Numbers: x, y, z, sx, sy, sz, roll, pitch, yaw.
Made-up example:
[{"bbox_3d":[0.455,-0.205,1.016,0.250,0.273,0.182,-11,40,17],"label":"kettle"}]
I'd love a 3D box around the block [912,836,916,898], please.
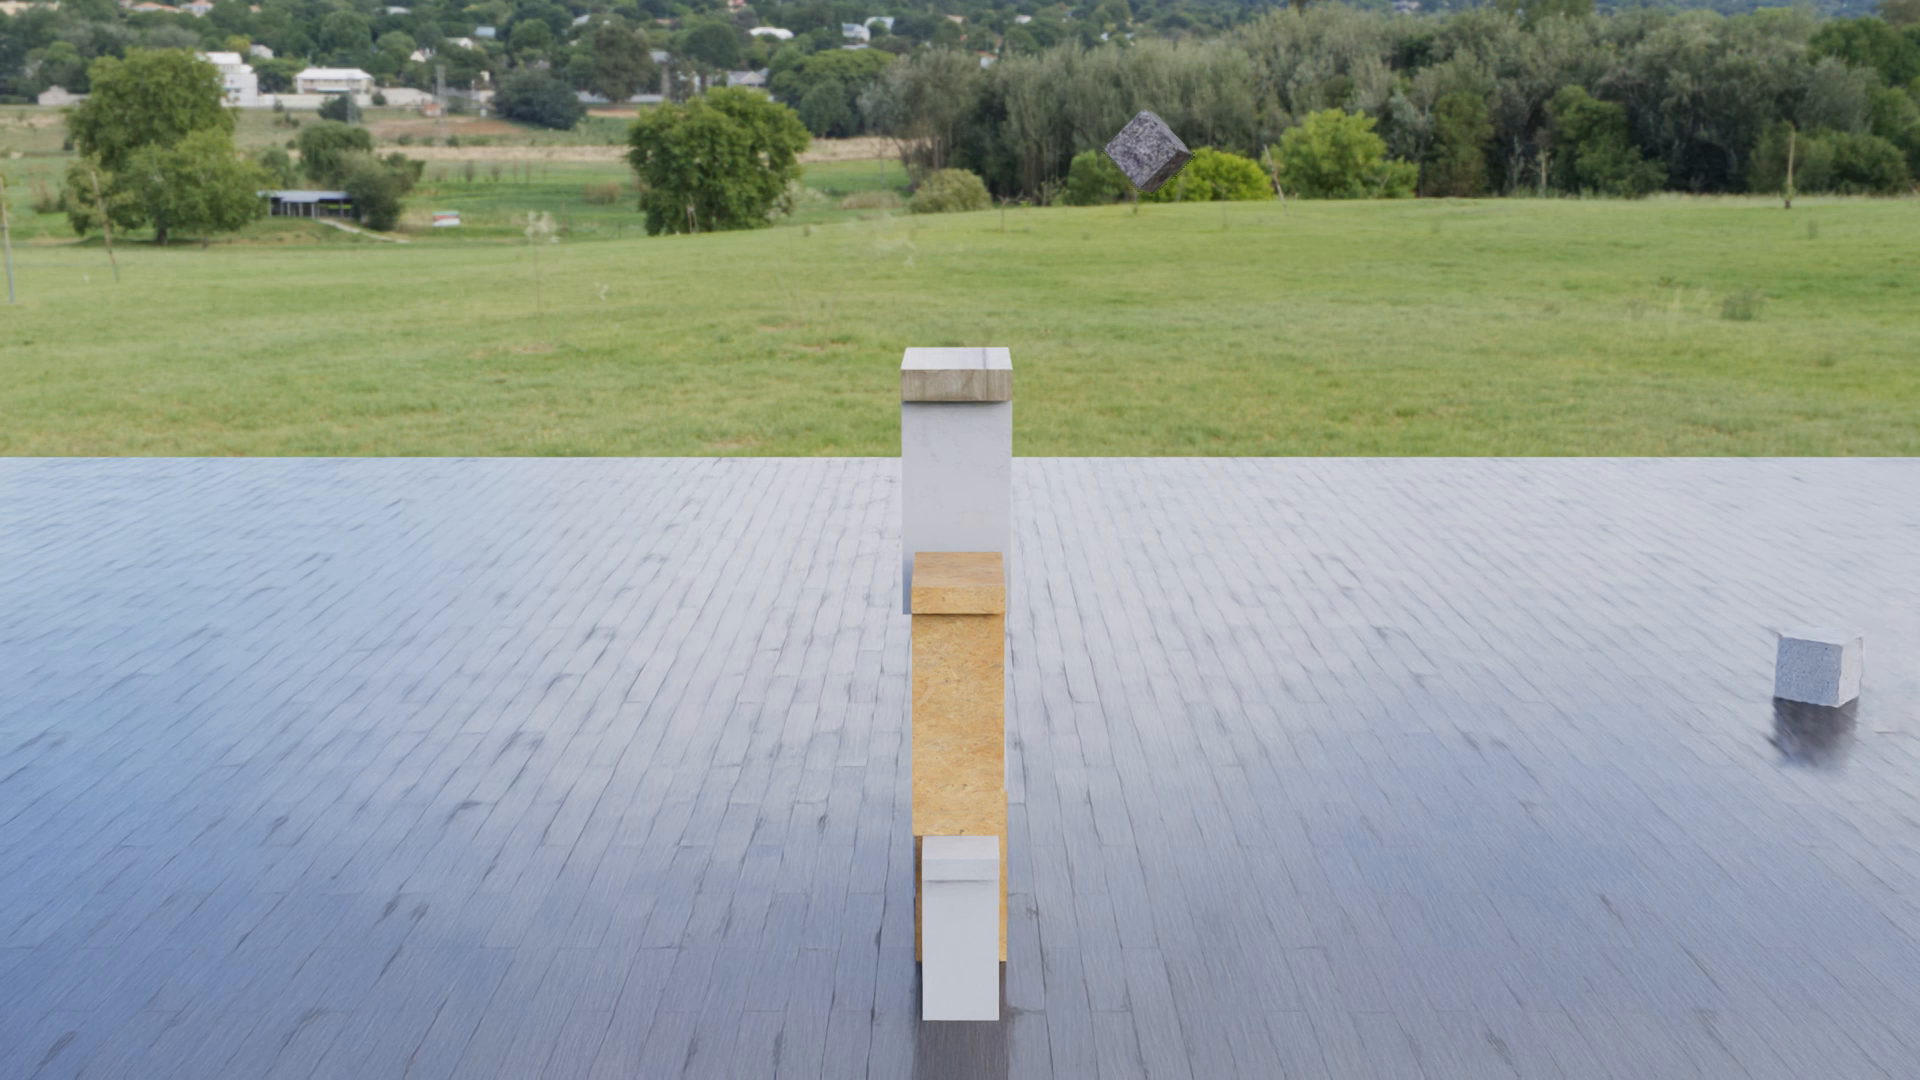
[{"bbox_3d":[-0.004,0.443,3.645,0.148,0.297,0.042,0,11,0],"label":"block"}]

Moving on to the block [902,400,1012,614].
[{"bbox_3d":[-0.005,-0.054,3.398,0.168,0.337,0.048,0,11,0],"label":"block"}]

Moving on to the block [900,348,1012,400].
[{"bbox_3d":[-0.005,-0.264,3.473,0.168,0.048,0.337,0,10,0],"label":"block"}]

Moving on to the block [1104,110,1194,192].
[{"bbox_3d":[0.480,-0.988,5.595,0.141,0.141,0.141,-43,-10,18],"label":"block"}]

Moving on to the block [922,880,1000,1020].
[{"bbox_3d":[0.001,0.577,3.141,0.109,0.218,0.031,0,11,0],"label":"block"}]

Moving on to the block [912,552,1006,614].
[{"bbox_3d":[-0.002,0.061,3.223,0.132,0.037,0.265,0,11,0],"label":"block"}]

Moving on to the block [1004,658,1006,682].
[{"bbox_3d":[0.005,0.202,4.009,0.149,0.042,0.298,0,11,0],"label":"block"}]

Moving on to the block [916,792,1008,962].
[{"bbox_3d":[0.002,0.505,3.365,0.139,0.279,0.040,0,11,0],"label":"block"}]

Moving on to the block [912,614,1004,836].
[{"bbox_3d":[-0.002,0.260,3.170,0.132,0.334,0.037,0,11,0],"label":"block"}]

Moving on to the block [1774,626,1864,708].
[{"bbox_3d":[1.929,0.282,4.939,0.141,0.141,0.141,9,14,39],"label":"block"}]

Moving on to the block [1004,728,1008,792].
[{"bbox_3d":[0.002,0.331,3.427,0.139,0.040,0.279,0,11,0],"label":"block"}]

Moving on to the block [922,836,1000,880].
[{"bbox_3d":[0.001,0.442,3.190,0.109,0.031,0.218,0,11,0],"label":"block"}]
